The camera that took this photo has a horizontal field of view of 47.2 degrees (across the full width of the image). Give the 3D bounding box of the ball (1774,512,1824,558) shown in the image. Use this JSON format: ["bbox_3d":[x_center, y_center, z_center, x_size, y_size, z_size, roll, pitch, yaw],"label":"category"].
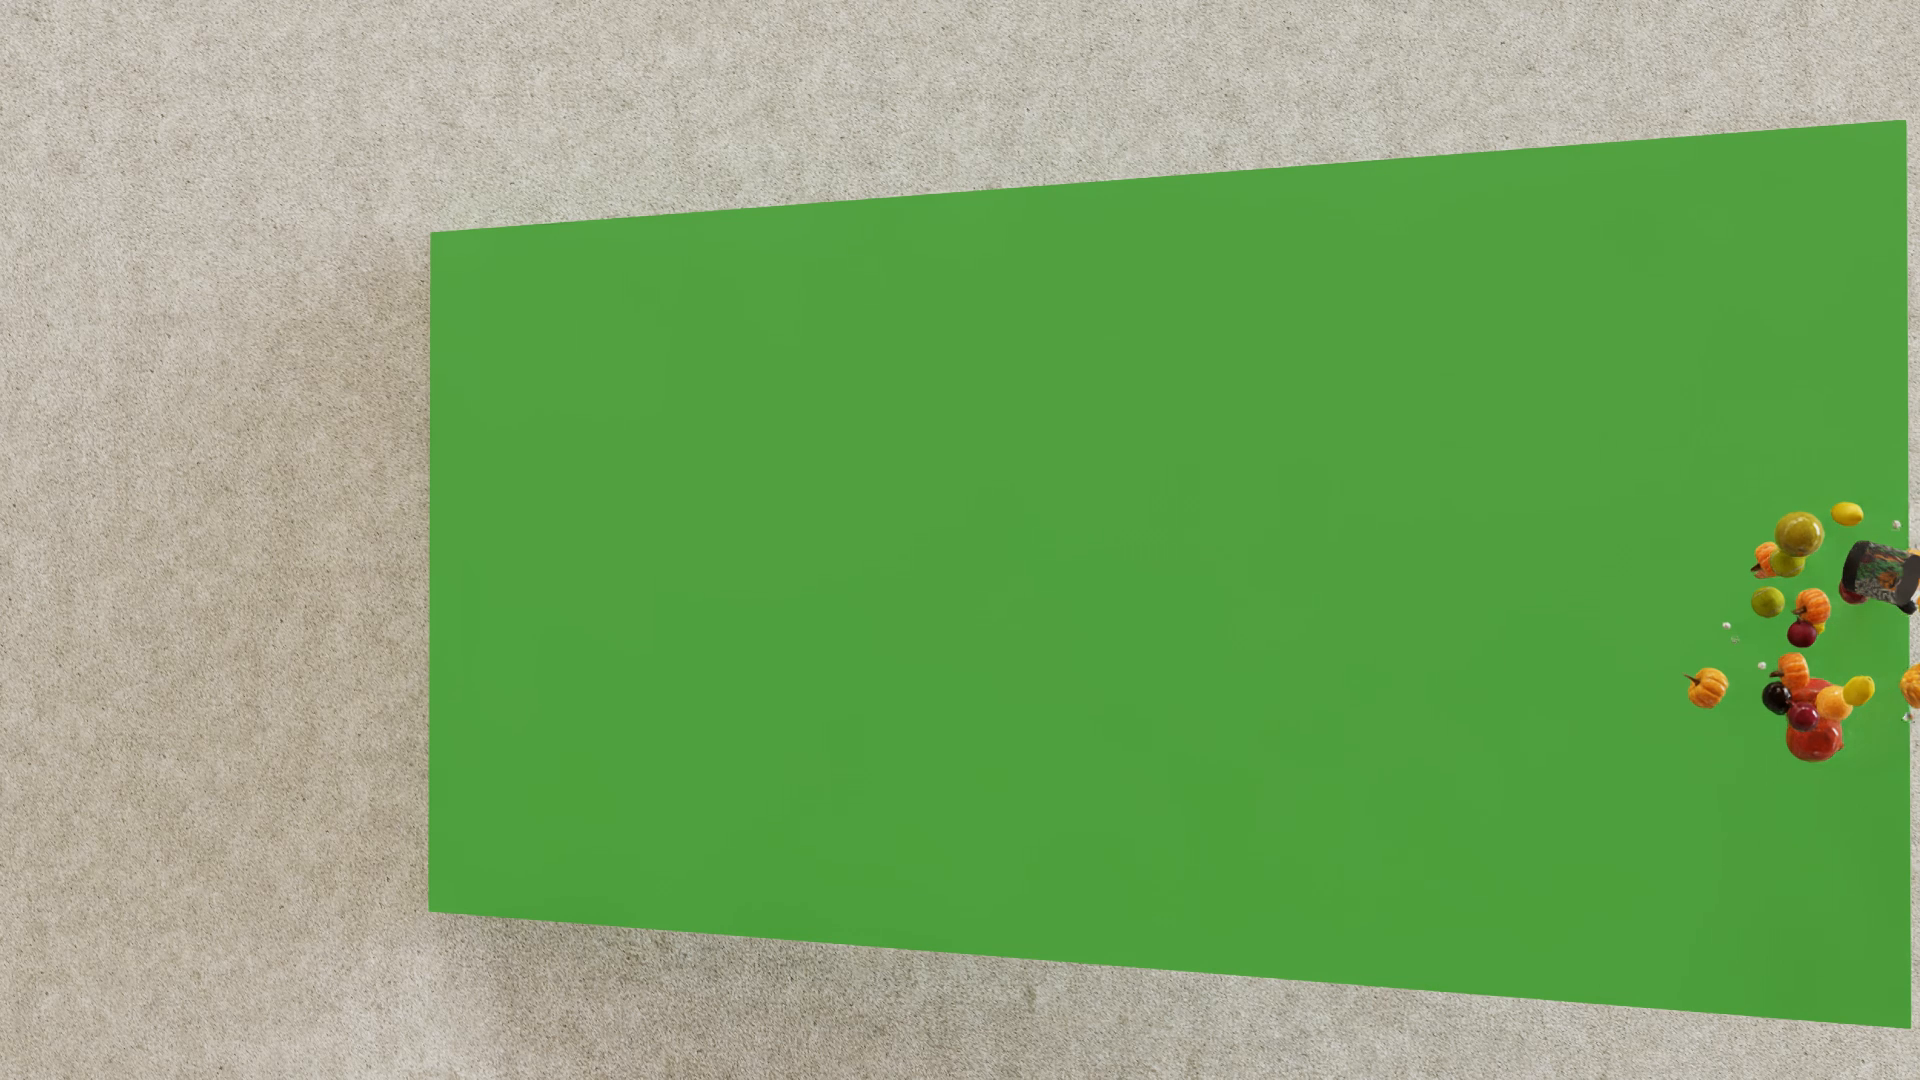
[{"bbox_3d":[1.688,-0.011,4.423,0.094,0.094,0.094,0,89,0],"label":"ball"}]

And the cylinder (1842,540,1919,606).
[{"bbox_3d":[1.597,0.057,3.810,0.094,0.094,0.094,-17,116,-38],"label":"cylinder"}]

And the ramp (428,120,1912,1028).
[{"bbox_3d":[0.283,0.083,5.702,4.000,0.100,2.000,0,89,24],"label":"ramp"}]

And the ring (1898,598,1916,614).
[{"bbox_3d":[1.984,0.123,4.636,0.027,0.080,0.080,-40,89,13],"label":"ring"}]
